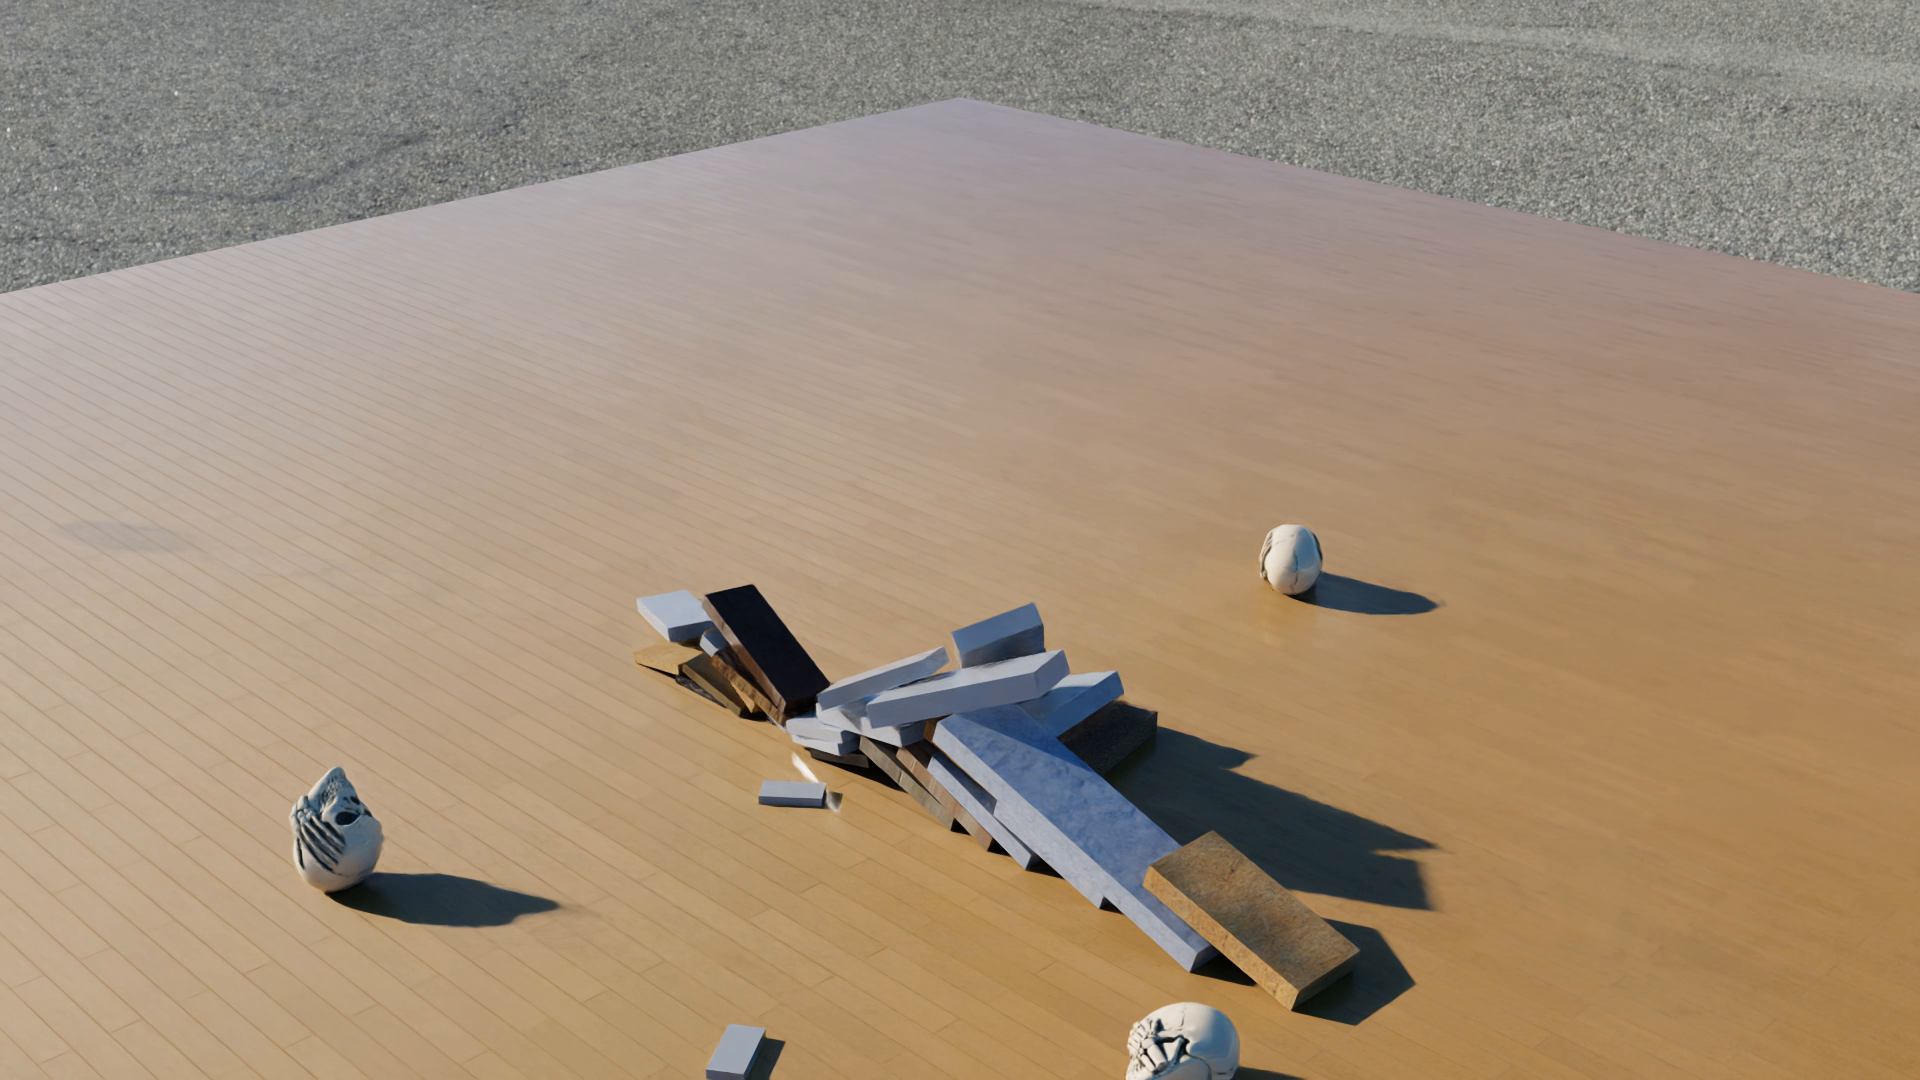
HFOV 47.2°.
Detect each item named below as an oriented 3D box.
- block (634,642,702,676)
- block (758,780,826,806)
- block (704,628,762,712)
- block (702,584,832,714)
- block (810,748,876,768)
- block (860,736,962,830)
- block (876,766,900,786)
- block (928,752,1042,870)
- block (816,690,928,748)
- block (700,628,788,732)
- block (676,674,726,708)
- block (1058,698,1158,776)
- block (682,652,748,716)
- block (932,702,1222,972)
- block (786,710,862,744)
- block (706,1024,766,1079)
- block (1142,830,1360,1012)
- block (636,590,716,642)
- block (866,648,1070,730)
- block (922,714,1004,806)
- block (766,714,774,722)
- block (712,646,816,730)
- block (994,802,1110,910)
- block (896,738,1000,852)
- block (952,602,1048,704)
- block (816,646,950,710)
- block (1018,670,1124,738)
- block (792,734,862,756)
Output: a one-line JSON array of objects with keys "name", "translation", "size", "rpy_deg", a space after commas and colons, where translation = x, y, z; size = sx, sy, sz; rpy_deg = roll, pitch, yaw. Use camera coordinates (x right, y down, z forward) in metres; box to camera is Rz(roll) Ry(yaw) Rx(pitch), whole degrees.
[{"name": "block", "translation": [-0.662, 0.271, 5.052], "size": [0.088, 0.025, 0.176], "rpy_deg": [-20, 20, -39]}, {"name": "block", "translation": [-0.343, 0.520, 4.512], "size": [0.131, 0.018, 0.065], "rpy_deg": [2, 23, 4]}, {"name": "block", "translation": [-0.467, 0.281, 4.912], "size": [0.120, 0.034, 0.239], "rpy_deg": [-11, 46, -35]}, {"name": "block", "translation": [-0.422, 0.235, 4.818], "size": [0.126, 0.036, 0.359], "rpy_deg": [-13, 47, -35]}, {"name": "block", "translation": [-0.220, 0.440, 4.630], "size": [0.095, 0.027, 0.191], "rpy_deg": [-21, 16, -40]}, {"name": "block", "translation": [-0.059, 0.470, 4.499], "size": [0.142, 0.040, 0.284], "rpy_deg": [-21, 47, -40]}, {"name": "block", "translation": [-0.135, 0.482, 4.607], "size": [0.051, 0.015, 0.103], "rpy_deg": [-12, 26, -26]}, {"name": "block", "translation": [0.088, 0.512, 4.355], "size": [0.148, 0.042, 0.295], "rpy_deg": [-21, 53, -40]}, {"name": "block", "translation": [-0.156, 0.360, 4.546], "size": [0.142, 0.040, 0.284], "rpy_deg": [-19, 19, -37]}, {"name": "block", "translation": [-0.431, 0.297, 4.850], "size": [0.120, 0.034, 0.308], "rpy_deg": [-21, 52, -41]}, {"name": "block", "translation": [-0.553, 0.325, 4.963], "size": [0.088, 0.025, 0.176], "rpy_deg": [-21, 31, -40]}, {"name": "block", "translation": [0.255, 0.432, 4.678], "size": [0.178, 0.050, 0.356], "rpy_deg": [15, 27, 31]}, {"name": "block", "translation": [-0.523, 0.316, 4.894], "size": [0.176, 0.025, 0.088], "rpy_deg": [36, 40, 22]}, {"name": "block", "translation": [0.248, 0.538, 4.154], "size": [0.180, 0.051, 0.697], "rpy_deg": [-21, 49, -40]}, {"name": "block", "translation": [-0.272, 0.391, 4.641], "size": [0.095, 0.027, 0.191], "rpy_deg": [-20, 16, -38]}, {"name": "block", "translation": [-0.376, 0.864, 3.701], "size": [0.065, 0.018, 0.131], "rpy_deg": [5, 23, 11]}, {"name": "block", "translation": [0.524, 0.680, 3.965], "size": [0.180, 0.051, 0.360], "rpy_deg": [-21, 47, -40]}, {"name": "block", "translation": [-0.674, 0.180, 5.255], "size": [0.126, 0.036, 0.252], "rpy_deg": [-10, 19, -23]}, {"name": "block", "translation": [0.016, 0.296, 4.366], "size": [0.369, 0.050, 0.178], "rpy_deg": [-13, 7, 24]}, {"name": "block", "translation": [0.082, 0.430, 4.328], "size": [0.148, 0.042, 0.295], "rpy_deg": [-21, 47, -40]}, {"name": "block", "translation": [-0.354, 0.376, 4.850], "size": [0.131, 0.018, 0.065], "rpy_deg": [-16, 28, -32]}, {"name": "block", "translation": [-0.415, 0.307, 4.788], "size": [0.239, 0.034, 0.120], "rpy_deg": [38, 41, 24]}, {"name": "block", "translation": [0.220, 0.578, 4.240], "size": [0.148, 0.042, 0.295], "rpy_deg": [-21, 47, -40]}, {"name": "block", "translation": [0.018, 0.491, 4.419], "size": [0.142, 0.040, 0.284], "rpy_deg": [-21, 53, -40]}, {"name": "block", "translation": [0.086, 0.257, 4.574], "size": [0.178, 0.356, 0.050], "rpy_deg": [-20, 63, -6]}, {"name": "block", "translation": [-0.157, 0.284, 4.518], "size": [0.252, 0.036, 0.126], "rpy_deg": [-19, 3, 21]}, {"name": "block", "translation": [0.168, 0.376, 4.661], "size": [0.180, 0.051, 0.360], "rpy_deg": [-10, 13, 45]}, {"name": "block", "translation": [-0.268, 0.415, 4.656], "size": [0.095, 0.027, 0.191], "rpy_deg": [-18, 15, -32]}]
